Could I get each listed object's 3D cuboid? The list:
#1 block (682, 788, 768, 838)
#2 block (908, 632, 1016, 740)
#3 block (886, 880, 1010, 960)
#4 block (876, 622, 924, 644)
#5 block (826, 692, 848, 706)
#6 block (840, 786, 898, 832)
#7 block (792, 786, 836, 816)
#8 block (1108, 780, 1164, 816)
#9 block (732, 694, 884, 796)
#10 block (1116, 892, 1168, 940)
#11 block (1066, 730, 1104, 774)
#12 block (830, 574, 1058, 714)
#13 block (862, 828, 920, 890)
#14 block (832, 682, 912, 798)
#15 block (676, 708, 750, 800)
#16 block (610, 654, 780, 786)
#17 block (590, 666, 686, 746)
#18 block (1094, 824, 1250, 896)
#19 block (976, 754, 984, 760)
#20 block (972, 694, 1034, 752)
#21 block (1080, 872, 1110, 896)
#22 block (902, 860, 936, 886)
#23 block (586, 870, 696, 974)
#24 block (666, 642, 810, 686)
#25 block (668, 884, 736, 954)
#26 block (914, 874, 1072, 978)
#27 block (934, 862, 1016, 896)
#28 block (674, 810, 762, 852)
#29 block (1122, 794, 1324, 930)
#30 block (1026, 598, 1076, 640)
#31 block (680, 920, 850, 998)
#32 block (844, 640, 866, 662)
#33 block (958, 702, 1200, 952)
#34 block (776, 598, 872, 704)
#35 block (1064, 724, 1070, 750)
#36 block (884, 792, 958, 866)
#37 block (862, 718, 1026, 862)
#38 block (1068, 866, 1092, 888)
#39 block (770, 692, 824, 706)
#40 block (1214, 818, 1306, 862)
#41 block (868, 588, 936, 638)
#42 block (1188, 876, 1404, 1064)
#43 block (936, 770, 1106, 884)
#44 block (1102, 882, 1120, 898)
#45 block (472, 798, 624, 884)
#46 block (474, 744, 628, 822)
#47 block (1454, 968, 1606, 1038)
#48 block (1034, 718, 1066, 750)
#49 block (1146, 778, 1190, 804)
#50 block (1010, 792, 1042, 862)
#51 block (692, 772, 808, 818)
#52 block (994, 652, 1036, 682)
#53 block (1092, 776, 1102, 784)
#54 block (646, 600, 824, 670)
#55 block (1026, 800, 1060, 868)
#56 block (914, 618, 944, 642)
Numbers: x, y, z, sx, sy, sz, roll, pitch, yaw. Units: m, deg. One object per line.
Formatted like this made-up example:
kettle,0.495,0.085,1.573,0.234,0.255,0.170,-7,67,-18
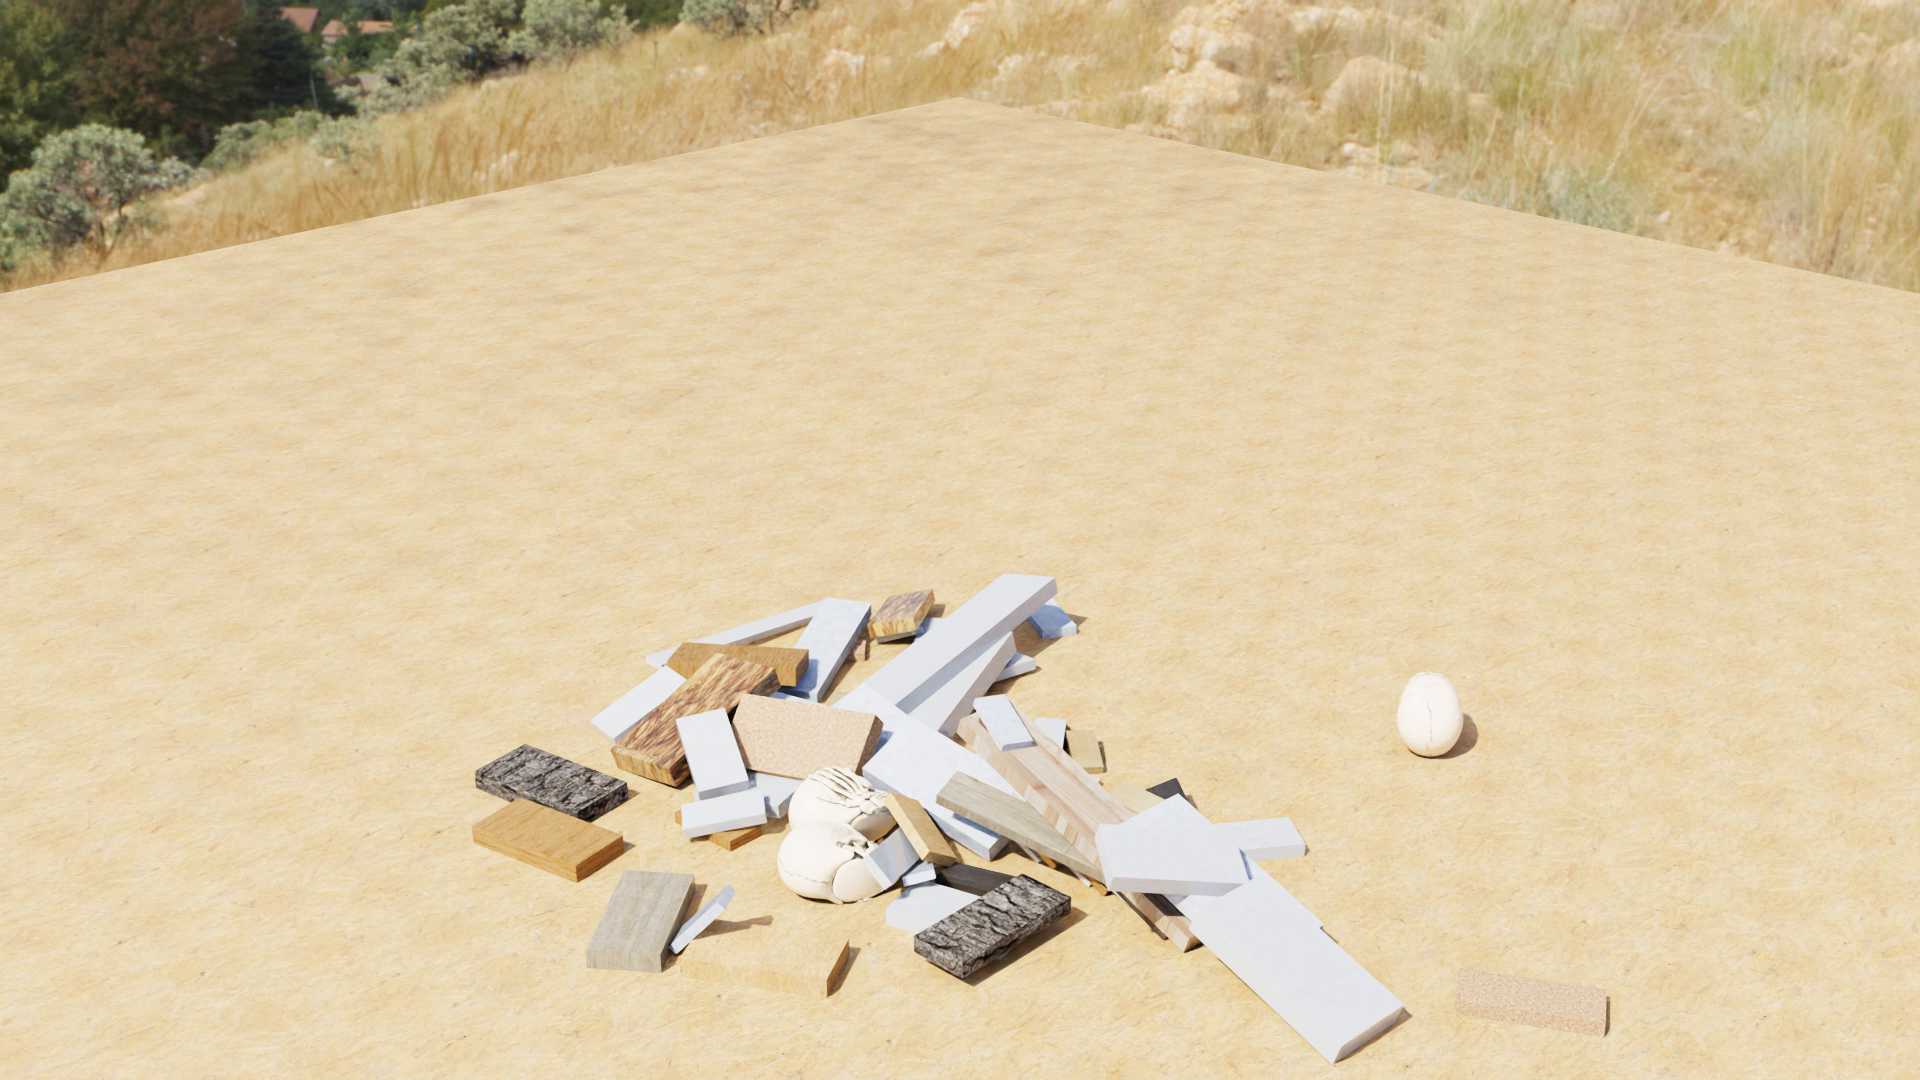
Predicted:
block,-0.469,0.543,4.368,0.165,0.023,0.082,-11,31,-3
block,-0.046,0.339,4.835,0.174,0.049,0.525,-3,22,23
block,-0.002,0.700,4.068,0.241,0.034,0.121,12,26,27
block,-0.143,0.214,5.201,0.112,0.016,0.056,-13,21,2
block,-0.252,0.399,4.780,0.113,0.032,0.226,6,24,13
block,-0.180,0.544,4.453,0.067,0.019,0.133,-14,27,-31
block,-0.296,0.513,4.521,0.083,0.024,0.166,0,23,1
block,0.361,0.557,4.322,0.121,0.034,0.241,-36,31,-23
block,-0.329,0.418,4.524,0.322,0.046,0.161,6,64,28
block,0.357,0.673,4.085,0.075,0.021,0.149,-18,48,-38
block,0.263,0.448,4.650,0.062,0.017,0.123,-1,34,-7
block,-0.029,0.246,4.941,0.145,0.041,0.724,3,25,35
block,-0.112,0.592,4.195,0.070,0.020,0.299,51,18,4
block,-0.150,0.432,4.525,0.161,0.046,0.322,-35,49,-26
block,-0.508,0.438,4.510,0.104,0.029,0.208,-12,44,-13
block,-0.559,0.378,4.669,0.174,0.049,0.347,12,41,37
block,-0.690,0.361,4.776,0.208,0.029,0.104,-37,38,-22
block,0.382,0.578,3.964,0.258,0.037,0.129,5,38,-15
block,-0.007,0.479,4.601,0.170,0.024,0.085,-1,23,-2
block,0.084,0.357,4.300,0.067,0.019,0.133,-6,41,-27
block,0.251,0.609,4.214,0.075,0.021,0.149,-24,59,-42
block,-0.080,0.631,4.178,0.062,0.017,0.123,-15,2,-2
block,-0.586,0.701,4.059,0.136,0.039,0.273,3,23,6
block,-0.495,0.277,4.920,0.291,0.041,0.145,3,14,7
block,-0.467,0.687,3.984,0.020,0.140,0.070,44,22,-6
block,0.061,0.696,3.988,0.121,0.034,0.291,20,30,39
block,0.029,0.652,4.198,0.139,0.020,0.070,10,25,22
block,-0.483,0.567,4.393,0.167,0.024,0.083,20,30,39
block,0.465,0.626,4.004,0.172,0.049,0.374,-21,50,-39
block,0.211,0.188,5.287,0.085,0.024,0.170,-7,24,-16
block,-0.349,0.749,3.946,0.273,0.039,0.136,6,24,13
block,-0.292,0.259,5.125,0.143,0.020,0.072,0,23,1
block,0.251,0.532,4.181,0.129,0.037,0.644,-20,49,-39
block,-0.318,0.253,5.074,0.113,0.032,0.416,7,29,13
block,0.155,0.427,4.724,0.170,0.024,0.085,-7,24,-15
block,-0.077,0.559,4.248,0.082,0.023,0.165,23,22,-46
block,-0.018,0.494,4.378,0.322,0.046,0.161,29,56,27
block,0.227,0.606,4.237,0.064,0.018,0.129,-24,59,-42
block,-0.473,0.378,4.762,0.347,0.049,0.174,12,27,37
block,0.562,0.593,4.325,0.209,0.030,0.104,-4,23,-10
block,-0.138,0.174,5.242,0.113,0.032,0.226,-10,14,14
block,0.581,0.740,3.814,0.172,0.049,0.345,-20,49,-39
block,0.141,0.550,4.205,0.386,0.023,0.082,23,41,19
block,0.330,0.653,4.146,0.075,0.021,0.149,-20,45,-39
block,-0.811,0.588,4.324,0.273,0.039,0.136,14,27,30
block,-0.840,0.504,4.519,0.291,0.041,0.145,15,27,32
block,0.992,0.804,3.828,0.252,0.030,0.104,6,24,14
block,0.189,0.420,4.686,0.067,0.019,0.133,3,23,6
block,0.411,0.553,4.373,0.104,0.030,0.209,-22,24,1
block,0.127,0.559,4.284,0.064,0.129,0.018,-47,4,-30
block,-0.428,0.514,4.478,0.208,0.029,0.104,6,26,29
block,0.079,0.295,5.019,0.170,0.024,0.085,-16,19,-32
block,0.224,0.499,4.563,0.123,0.017,0.062,15,27,31
block,-0.497,0.219,5.180,0.560,0.016,0.056,-17,30,-42
block,0.159,0.568,4.270,0.064,0.129,0.018,-42,1,-37
block,-0.057,0.231,5.186,0.085,0.024,0.170,3,23,7
